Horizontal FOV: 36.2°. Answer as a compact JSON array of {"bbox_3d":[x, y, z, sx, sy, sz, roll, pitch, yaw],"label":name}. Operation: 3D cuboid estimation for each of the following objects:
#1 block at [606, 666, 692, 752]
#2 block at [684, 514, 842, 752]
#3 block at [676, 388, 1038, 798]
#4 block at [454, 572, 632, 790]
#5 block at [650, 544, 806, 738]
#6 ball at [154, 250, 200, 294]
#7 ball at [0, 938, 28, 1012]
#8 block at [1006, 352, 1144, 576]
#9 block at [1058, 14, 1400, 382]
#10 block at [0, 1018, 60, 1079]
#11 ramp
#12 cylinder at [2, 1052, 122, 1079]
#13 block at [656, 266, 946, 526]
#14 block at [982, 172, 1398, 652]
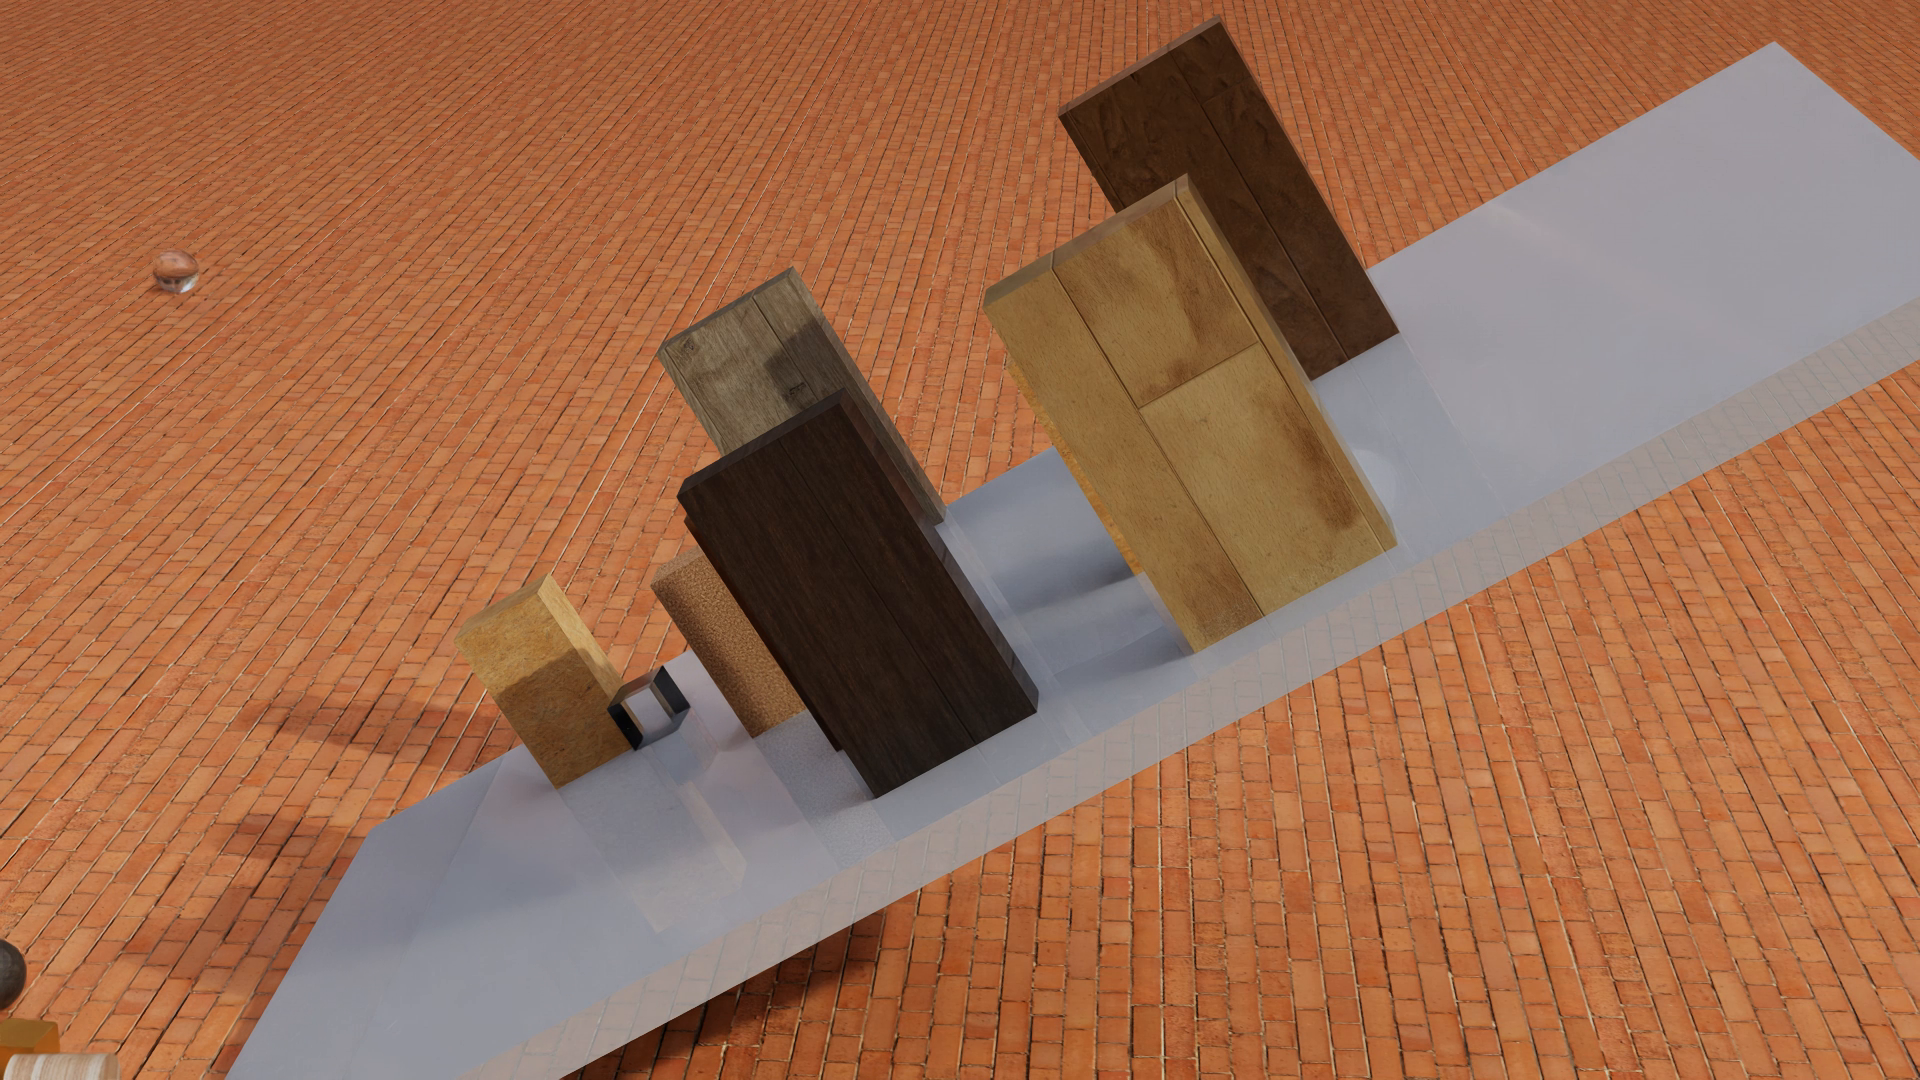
[{"bbox_3d":[-0.730,0.395,6.908,0.124,0.124,0.124,-27,16,20],"label":"block"},{"bbox_3d":[-0.279,0.117,5.974,0.287,0.579,0.087,-29,15,13],"label":"block"},{"bbox_3d":[-0.188,0.105,5.570,0.360,0.707,0.106,-29,15,13],"label":"block"},{"bbox_3d":[-0.965,0.334,6.966,0.240,0.436,0.145,-29,15,13],"label":"block"},{"bbox_3d":[-0.423,0.172,6.422,0.320,0.414,0.118,-29,15,13],"label":"block"},{"bbox_3d":[-3.528,-1.210,13.247,0.195,0.195,0.195,0,19,0],"label":"ball"},{"bbox_3d":[-2.274,1.017,6.871,0.181,0.181,0.181,0,19,0],"label":"ball"},{"bbox_3d":[0.380,-0.243,5.920,0.361,0.508,0.133,-29,15,13],"label":"block"},{"bbox_3d":[0.588,-0.697,6.411,0.399,0.788,0.105,-29,15,13],"label":"block"},{"bbox_3d":[-2.093,1.154,6.568,0.121,0.121,0.121,3,19,8],"label":"block"},{"bbox_3d":[0.141,0.168,6.288,4.000,0.100,2.000,-29,15,13],"label":"ramp"},{"bbox_3d":[-1.925,1.202,6.306,0.203,0.203,0.203,0,19,-1],"label":"cylinder"},{"bbox_3d":[-0.382,-0.263,7.155,0.380,0.710,0.103,-29,15,13],"label":"block"},{"bbox_3d":[0.417,-0.222,5.296,0.418,0.753,0.141,-29,15,13],"label":"block"}]
